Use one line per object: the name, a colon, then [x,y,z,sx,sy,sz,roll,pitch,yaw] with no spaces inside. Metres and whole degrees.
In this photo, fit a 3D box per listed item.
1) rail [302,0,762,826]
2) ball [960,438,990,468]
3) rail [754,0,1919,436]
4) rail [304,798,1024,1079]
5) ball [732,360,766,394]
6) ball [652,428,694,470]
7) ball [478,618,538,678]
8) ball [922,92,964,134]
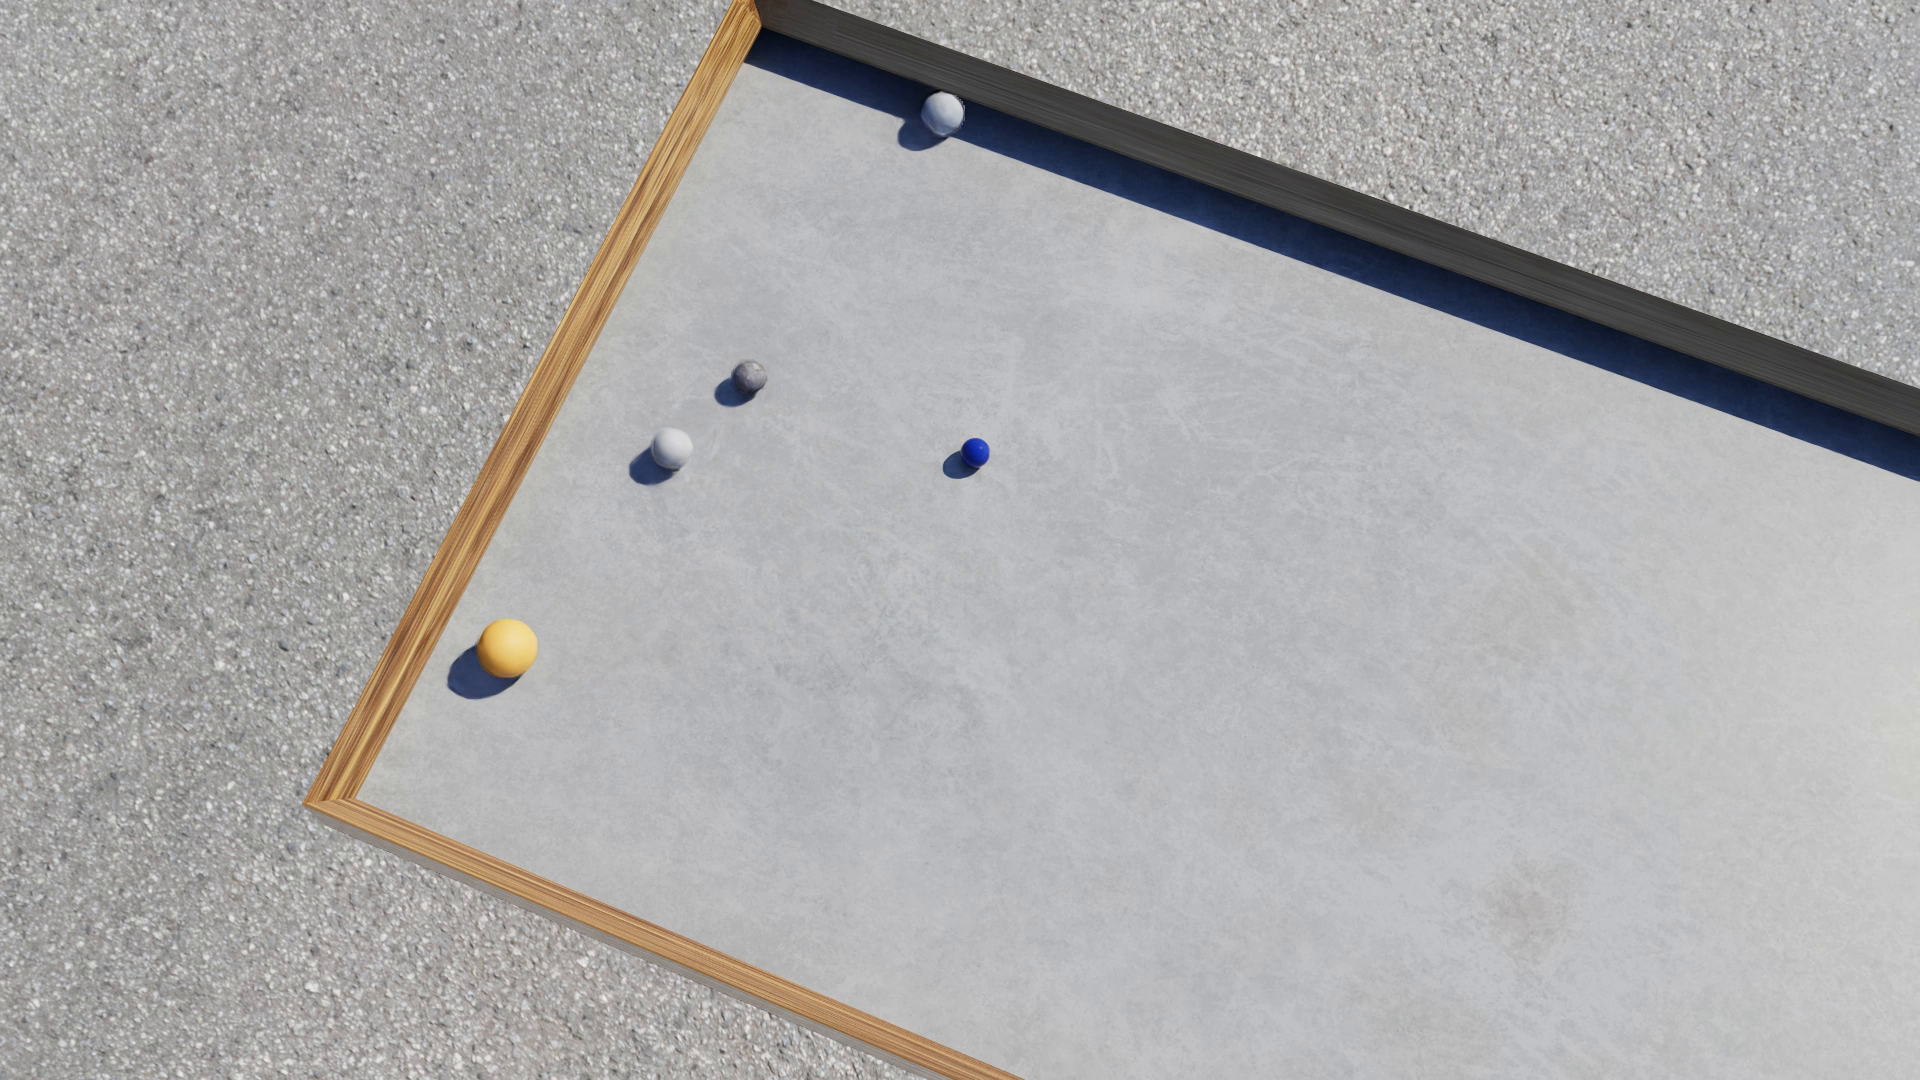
rail: [-0.645,-0.258,3.547,0.045,0.119,1.573,21,70,8]
ball: [0.025,-0.141,3.540,0.049,0.049,0.049,0,69,0]
rail: [0.958,-0.410,3.607,2.887,0.119,0.045,21,70,8]
rail: [0.376,0.903,3.092,2.887,0.119,0.045,21,70,8]
ball: [-0.343,-0.266,3.586,0.055,0.055,0.055,0,69,0]
ball: [-0.462,-0.146,3.533,0.067,0.067,0.067,0,69,0]
ball: [-0.698,0.167,3.396,0.092,0.092,0.092,0,69,0]
ball: [-0.030,-0.729,3.759,0.072,0.072,0.072,0,69,0]
